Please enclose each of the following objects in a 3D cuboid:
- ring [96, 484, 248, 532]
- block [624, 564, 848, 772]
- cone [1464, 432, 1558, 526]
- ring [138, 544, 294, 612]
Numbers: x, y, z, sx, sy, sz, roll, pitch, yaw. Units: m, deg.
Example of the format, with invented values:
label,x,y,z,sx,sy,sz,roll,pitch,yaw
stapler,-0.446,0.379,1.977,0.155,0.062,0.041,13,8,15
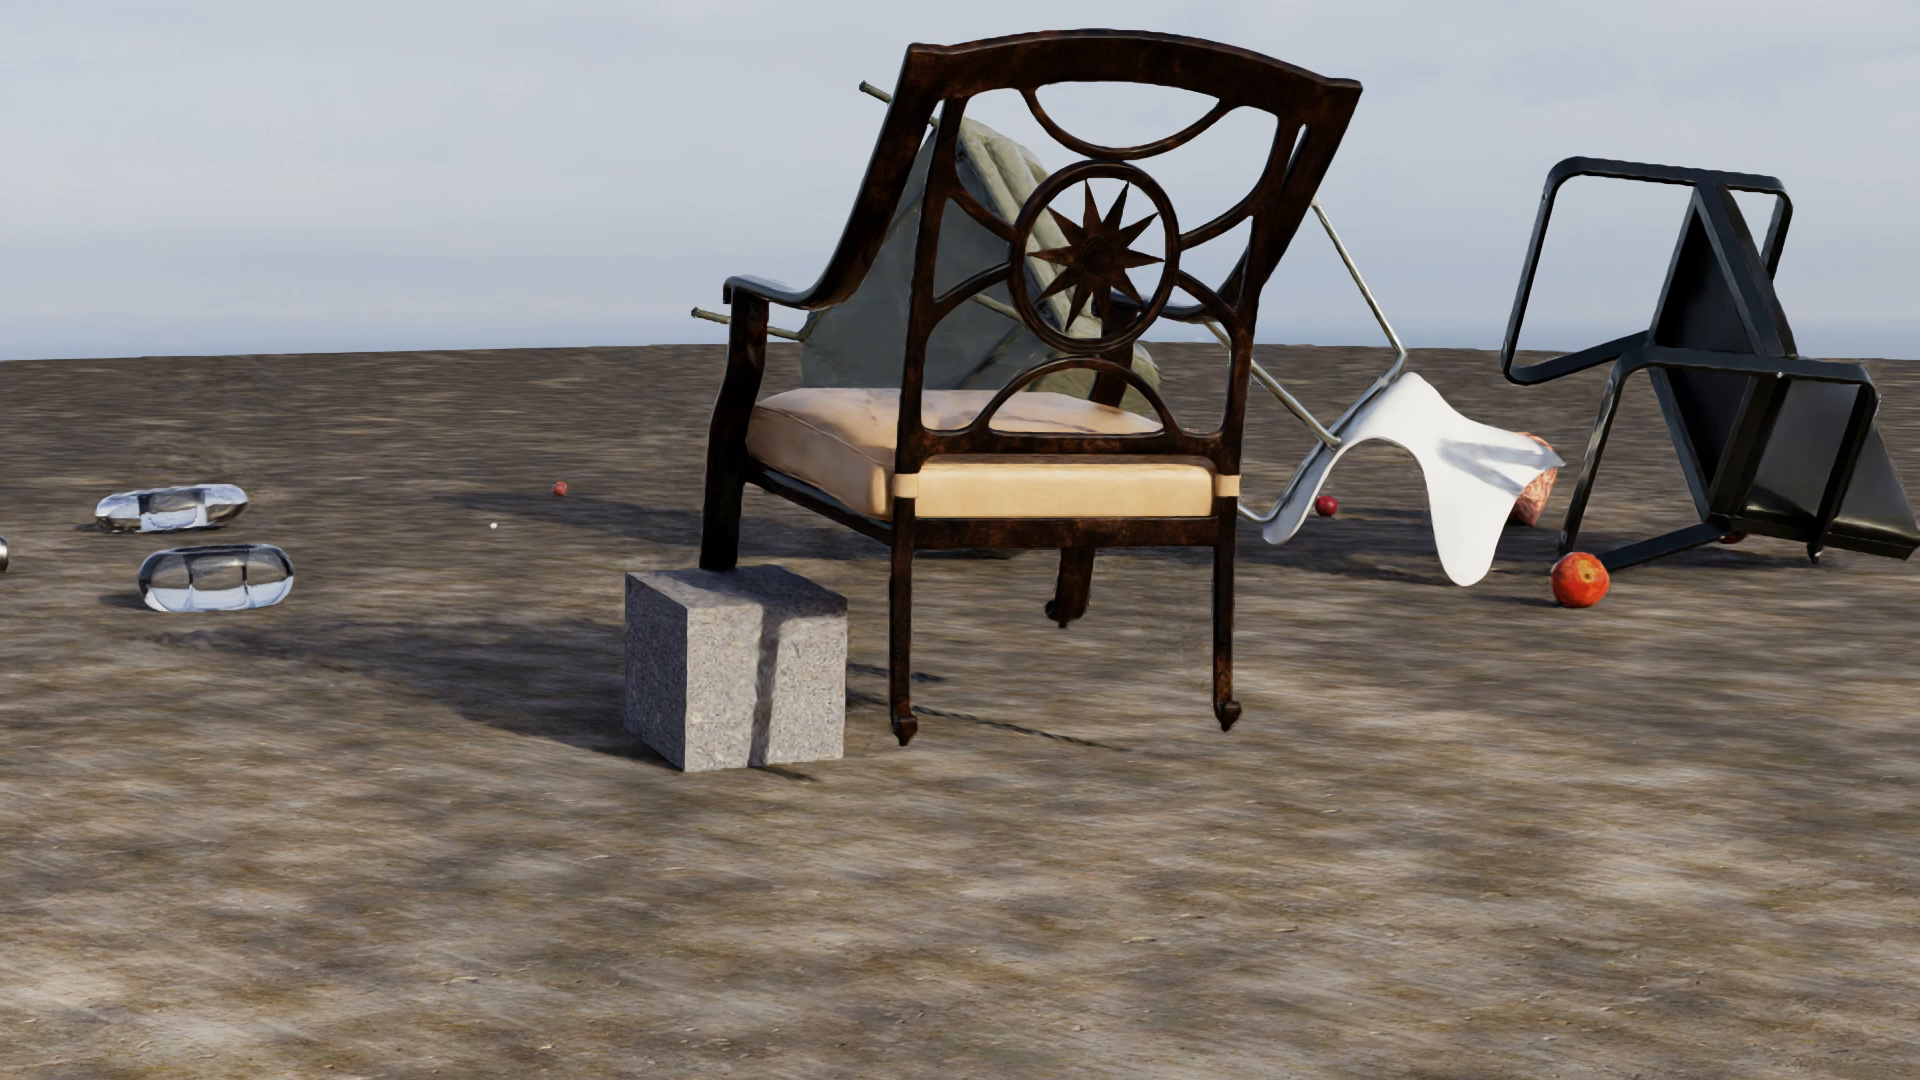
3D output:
label,x,y,z,sx,sy,sz,roll,pitch,yaw
ring,-2.043,-0.083,6.653,0.381,0.101,0.299,-6,5,-18
block,-0.314,0.172,3.553,0.229,0.223,0.256,-3,11,-26
cone,1.495,-0.104,6.820,0.256,0.297,0.220,-15,40,4
ring,-1.479,0.076,5.104,0.302,0.119,0.143,-4,9,-23
